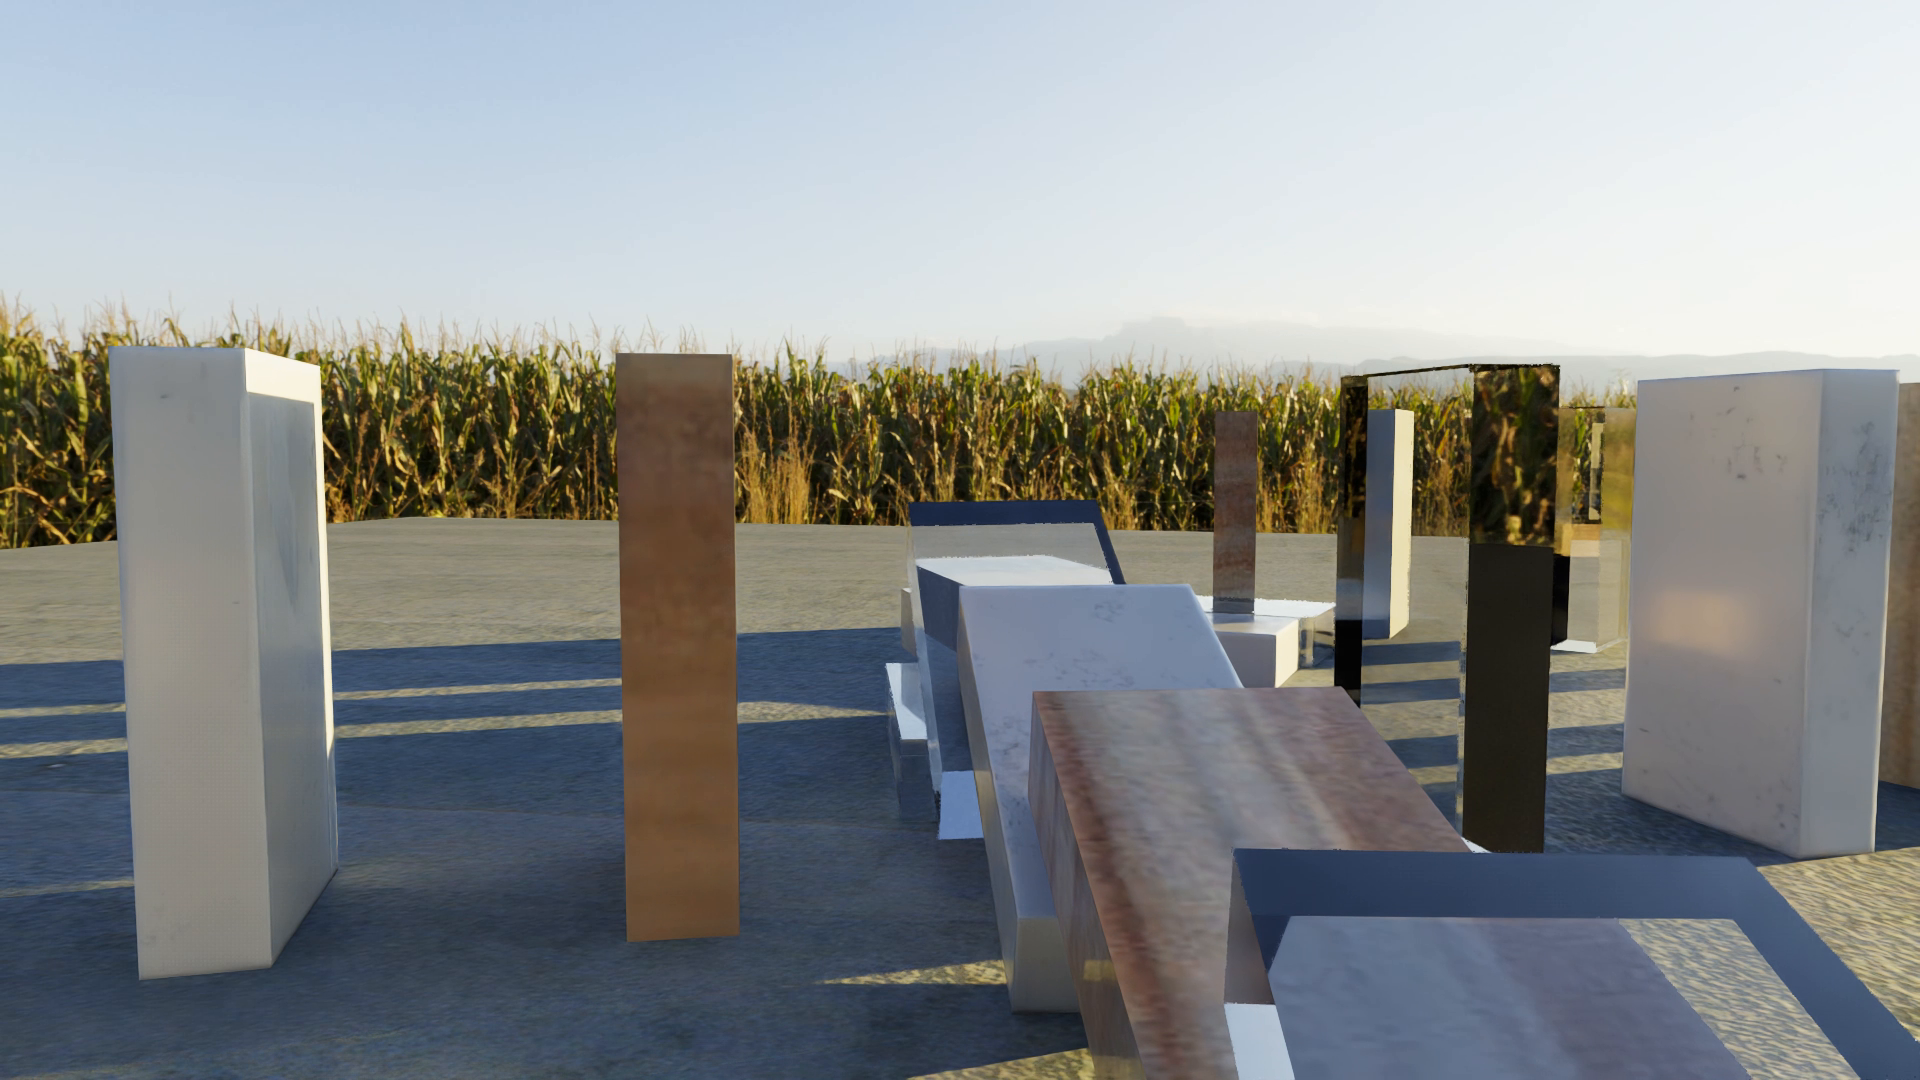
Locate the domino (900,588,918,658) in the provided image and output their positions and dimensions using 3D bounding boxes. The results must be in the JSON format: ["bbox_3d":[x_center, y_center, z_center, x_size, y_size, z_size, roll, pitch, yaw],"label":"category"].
[{"bbox_3d":[0.009,0.014,0.188,0.025,0.010,0.050,-1,4,-15],"label":"domino"}]

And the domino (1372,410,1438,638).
[{"bbox_3d":[0.102,-0.004,0.293,0.009,0.050,0.025,2,5,28],"label":"domino"}]

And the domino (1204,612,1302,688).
[{"bbox_3d":[0.037,0.020,0.244,0.050,0.010,0.025,2,5,24],"label":"domino"}]

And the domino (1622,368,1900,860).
[{"bbox_3d":[0.088,0.007,0.143,0.009,0.050,0.025,-1,4,-13],"label":"domino"}]

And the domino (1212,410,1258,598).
[{"bbox_3d":[0.066,-0.006,0.307,0.010,0.050,0.025,1,4,13],"label":"domino"}]

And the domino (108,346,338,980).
[{"bbox_3d":[-0.064,0.009,0.113,0.010,0.050,0.025,-1,4,-14],"label":"domino"}]

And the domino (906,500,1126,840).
[{"bbox_3d":[0.008,0.013,0.151,0.025,0.010,0.050,-1,34,-6],"label":"domino"}]

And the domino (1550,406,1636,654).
[{"bbox_3d":[0.134,-0.003,0.272,0.010,0.050,0.025,4,6,40],"label":"domino"}]

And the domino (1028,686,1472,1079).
[{"bbox_3d":[0.020,0.025,0.080,0.025,0.009,0.050,0,21,-5],"label":"domino"}]

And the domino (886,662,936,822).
[{"bbox_3d":[0.004,0.025,0.170,0.025,0.009,0.050,0,4,-5],"label":"domino"}]

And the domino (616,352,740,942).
[{"bbox_3d":[-0.026,0.008,0.121,0.010,0.050,0.025,-1,4,-10],"label":"domino"}]

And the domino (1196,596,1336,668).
[{"bbox_3d":[0.051,0.018,0.267,0.050,0.010,0.025,2,5,27],"label":"domino"}]

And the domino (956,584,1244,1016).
[{"bbox_3d":[0.014,0.020,0.117,0.025,0.010,0.050,0,26,-5],"label":"domino"}]

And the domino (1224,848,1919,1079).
[{"bbox_3d":[0.025,0.028,0.042,0.025,0.009,0.050,0,19,3],"label":"domino"}]

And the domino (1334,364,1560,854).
[{"bbox_3d":[0.050,0.007,0.135,0.010,0.050,0.025,-1,4,-11],"label":"domino"}]

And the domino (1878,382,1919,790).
[{"bbox_3d":[0.125,0.006,0.154,0.010,0.050,0.025,-2,5,-24],"label":"domino"}]
